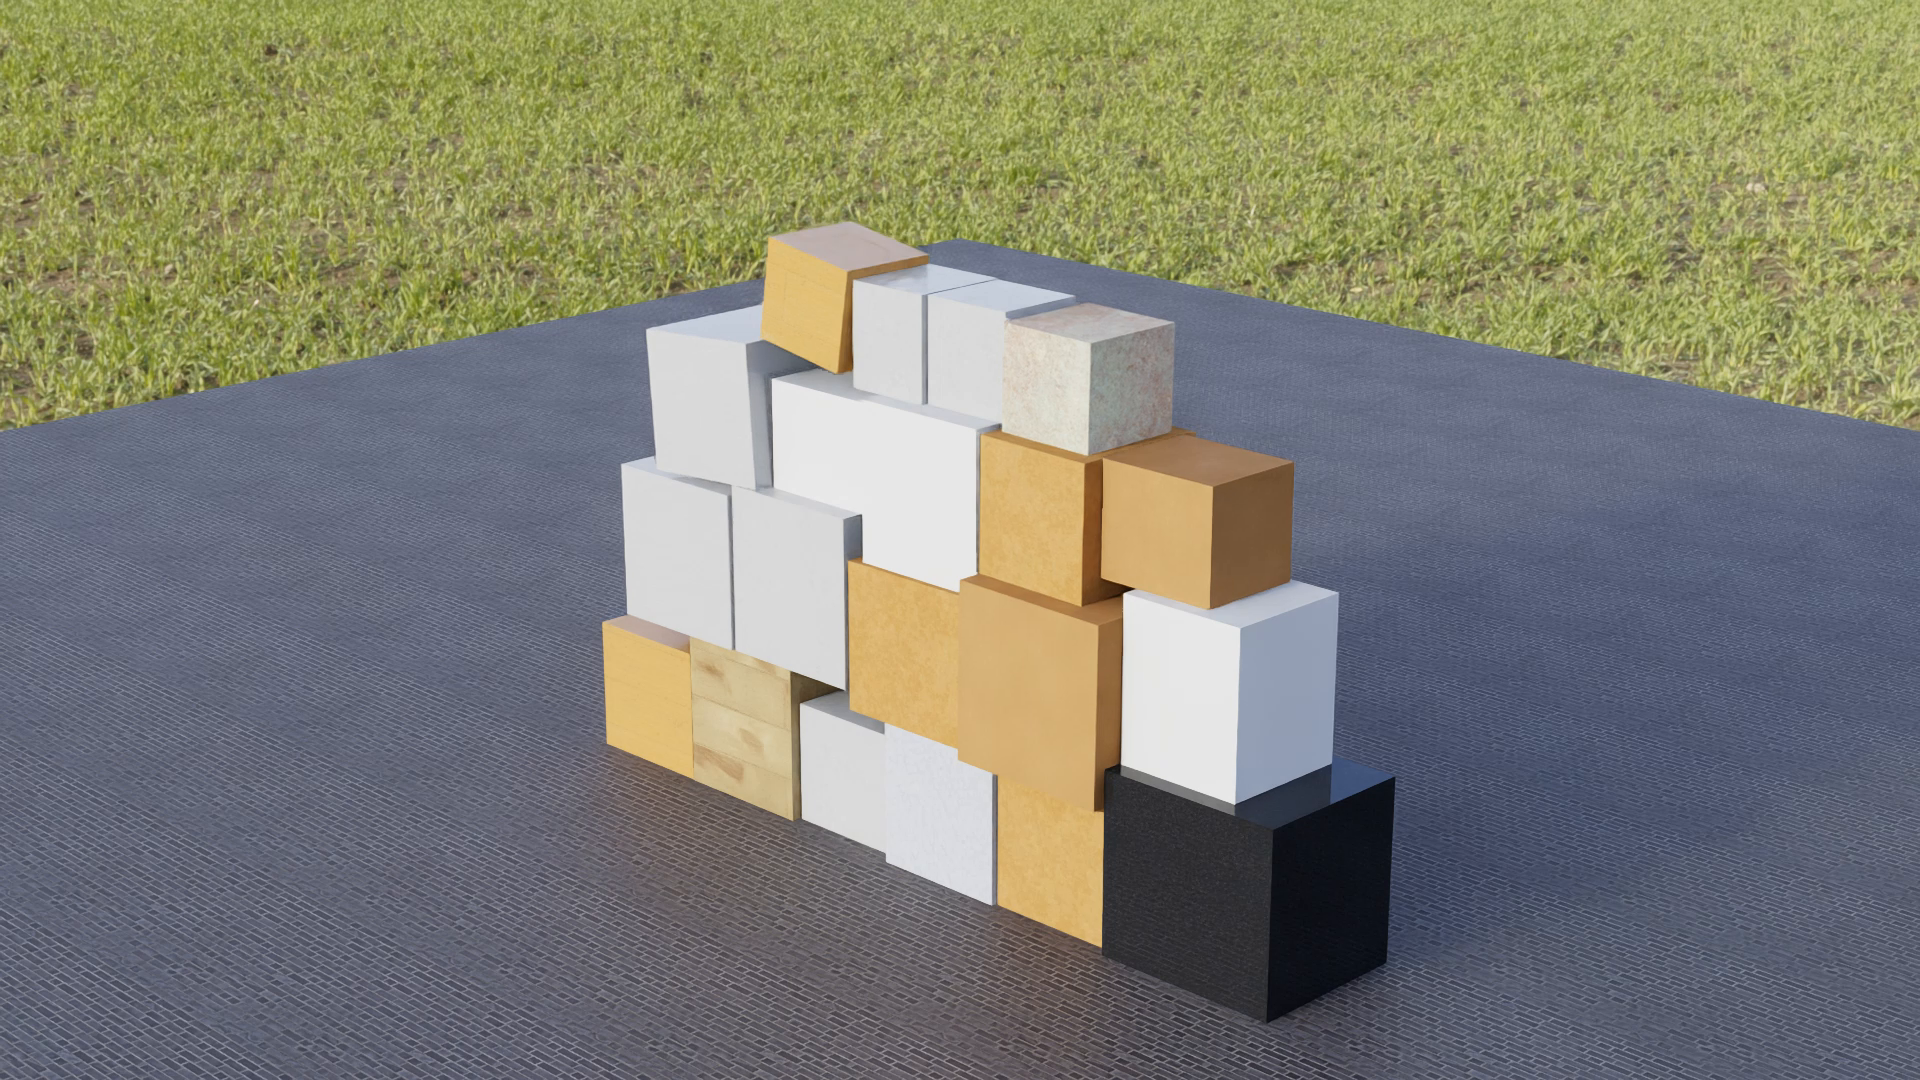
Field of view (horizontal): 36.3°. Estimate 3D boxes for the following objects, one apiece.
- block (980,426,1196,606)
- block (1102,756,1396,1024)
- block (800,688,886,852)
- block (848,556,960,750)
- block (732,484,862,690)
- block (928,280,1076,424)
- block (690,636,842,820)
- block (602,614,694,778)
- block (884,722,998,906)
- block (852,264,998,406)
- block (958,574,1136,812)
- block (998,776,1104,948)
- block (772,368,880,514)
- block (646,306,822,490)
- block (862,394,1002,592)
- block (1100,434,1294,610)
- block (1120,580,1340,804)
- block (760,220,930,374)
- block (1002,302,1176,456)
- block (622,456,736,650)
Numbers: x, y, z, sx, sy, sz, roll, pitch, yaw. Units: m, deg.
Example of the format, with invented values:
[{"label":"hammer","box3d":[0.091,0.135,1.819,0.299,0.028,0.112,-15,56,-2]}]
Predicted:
[{"label":"block","box3d":[0.551,-0.161,12.717,0.708,0.628,0.606,-17,25,-42]},{"label":"block","box3d":[1.220,1.391,12.481,0.809,0.861,0.915,-17,24,-42]},{"label":"block","box3d":[-0.296,1.055,14.003,0.664,0.590,0.648,-17,24,-42]},{"label":"block","box3d":[0.041,0.441,13.438,0.767,0.723,0.789,-17,24,-42]},{"label":"block","box3d":[-0.521,0.134,13.921,0.792,0.825,0.769,-17,24,-42]},{"label":"block","box3d":[0.183,-0.834,12.914,0.442,0.497,0.474,-17,24,-42]},{"label":"block","box3d":[-0.806,0.818,14.432,0.719,0.786,0.733,-17,24,-42]},{"label":"block","box3d":[-1.298,0.721,14.953,0.758,0.658,0.687,-17,24,-42]},{"label":"block","box3d":[0.170,1.156,13.519,0.764,0.689,0.686,-17,24,-42]},{"label":"block","box3d":[-0.153,-0.932,13.219,0.443,0.499,0.486,17,24,42]},{"label":"block","box3d":[0.606,0.566,12.857,0.917,0.841,0.815,-17,25,-42]},{"label":"block","box3d":[0.660,1.328,13.065,0.718,0.632,0.673,-17,24,-42]},{"label":"block","box3d":[-0.438,-0.486,13.637,0.565,0.527,0.663,-17,24,-42]},{"label":"block","box3d":[-0.953,-0.704,14.107,0.774,0.691,0.723,-17,20,-42]},{"label":"block","box3d":[0.056,-0.260,13.188,0.685,0.764,0.719,-17,24,-42]},{"label":"block","box3d":[0.993,-0.082,12.303,0.523,0.528,0.604,-17,24,-42]},{"label":"block","box3d":[1.131,0.586,12.334,0.641,0.764,0.629,-17,24,-42]},{"label":"block","box3d":[-0.534,-1.125,13.522,0.512,0.492,0.531,-17,33,-42]},{"label":"block","box3d":[0.549,-0.697,12.567,0.532,0.485,0.502,-17,25,-42]},{"label":"block","box3d":[-1.081,-0.009,14.465,0.829,0.771,0.792,-17,23,-42]}]
